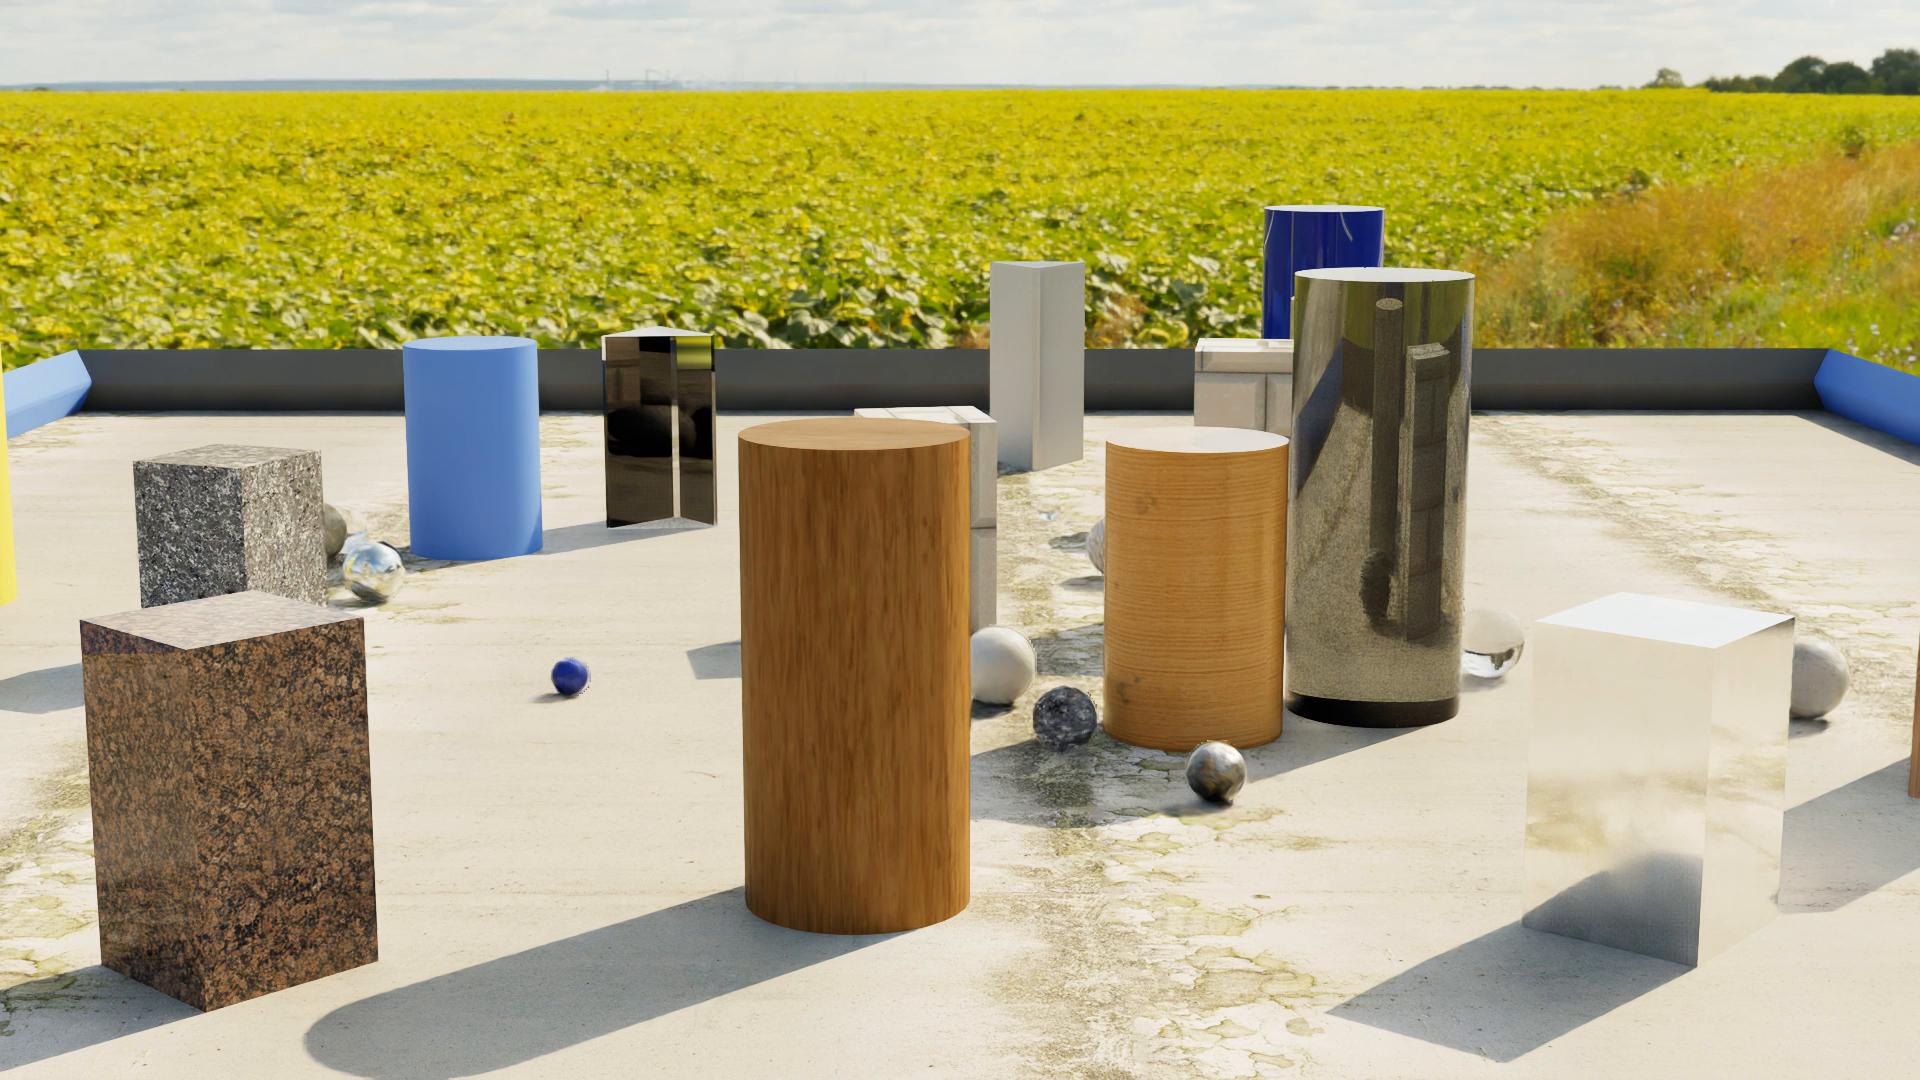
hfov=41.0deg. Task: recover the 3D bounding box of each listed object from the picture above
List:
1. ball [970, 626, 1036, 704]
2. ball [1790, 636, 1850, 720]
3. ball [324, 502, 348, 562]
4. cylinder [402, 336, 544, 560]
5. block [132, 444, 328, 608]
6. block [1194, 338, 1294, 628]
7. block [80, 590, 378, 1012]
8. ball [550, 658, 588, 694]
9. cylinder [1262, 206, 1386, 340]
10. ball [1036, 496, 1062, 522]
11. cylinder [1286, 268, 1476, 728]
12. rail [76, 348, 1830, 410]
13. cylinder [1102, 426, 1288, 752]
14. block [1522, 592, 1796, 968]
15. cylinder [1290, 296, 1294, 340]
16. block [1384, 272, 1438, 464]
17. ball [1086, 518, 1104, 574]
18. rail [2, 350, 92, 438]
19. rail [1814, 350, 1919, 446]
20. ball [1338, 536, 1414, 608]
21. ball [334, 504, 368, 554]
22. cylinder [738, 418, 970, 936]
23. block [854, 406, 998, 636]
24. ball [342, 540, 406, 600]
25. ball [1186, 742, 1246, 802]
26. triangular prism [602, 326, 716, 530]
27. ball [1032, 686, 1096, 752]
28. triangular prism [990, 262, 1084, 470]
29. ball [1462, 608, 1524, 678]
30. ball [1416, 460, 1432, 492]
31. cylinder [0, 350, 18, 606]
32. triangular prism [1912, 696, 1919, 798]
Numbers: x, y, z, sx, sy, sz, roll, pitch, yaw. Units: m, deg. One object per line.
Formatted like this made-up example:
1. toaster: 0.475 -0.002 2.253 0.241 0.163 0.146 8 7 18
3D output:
1. ball: 0.042 0.145 2.959 0.091 0.091 0.091 0 10 0
2. ball: 0.955 0.156 2.894 0.093 0.093 0.093 0 10 0
3. ball: -0.955 -0.011 3.797 0.092 0.092 0.092 0 10 0
4. cylinder: -0.739 -0.142 3.894 0.200 0.315 0.200 0 10 0
5. block: -0.902 0.020 3.187 0.160 0.253 0.160 4 11 22
6. block: 0.393 -0.079 3.421 0.160 0.362 0.160 1 11 7
7. block: -0.592 0.205 2.083 0.160 0.290 0.160 9 14 42
8. ball: -0.458 0.160 3.008 0.043 0.043 0.043 0 10 0
9. cylinder: 0.602 -0.306 4.286 0.200 0.494 0.200 0 10 0
10. ball: 0.144 -0.050 4.152 0.041 0.041 0.041 0 10 0
11. cylinder: 0.474 -0.052 2.909 0.200 0.497 0.200 0 10 0
12. rail: -0.012 -0.339 5.465 3.745 0.130 0.045 0 10 0
13. cylinder: 0.258 0.050 2.823 0.200 0.326 0.200 0 10 0
14. block: 0.594 0.198 2.185 0.160 0.268 0.160 9 14 40
15. cylinder: 0.611 -0.189 3.994 0.200 0.371 0.200 0 10 0
16. block: 0.764 -0.315 4.742 0.160 0.347 0.160 -7 13 -34
17. ball: 0.229 0.008 3.685 0.095 0.095 0.095 0 10 0
18. rail: -1.849 0.035 3.438 0.045 0.130 4.148 0 10 0
19. rail: 1.849 0.031 3.459 0.045 0.130 4.148 0 10 0
20. ball: 0.565 0.043 3.484 0.100 0.100 0.100 0 10 0
21. ball: -0.934 -0.016 3.879 0.074 0.074 0.074 0 10 0
22. cylinder: -0.090 0.113 2.238 0.200 0.416 0.200 0 10 0
23. block: -0.046 -0.025 3.359 0.160 0.279 0.160 -2 11 -11
24. ball: -0.807 0.042 3.534 0.084 0.084 0.084 0 10 0
25. ball: 0.257 0.232 2.569 0.061 0.061 0.061 0 10 0
26. triangular prism: -0.484 -0.184 4.140 0.173 0.308 0.150 -1 11 -7
27. ball: 0.112 0.192 2.760 0.070 0.070 0.070 0 10 0
28. triangular prism: 0.121 -0.327 4.746 0.150 0.369 0.173 7 12 32
29. ball: 0.636 0.124 3.090 0.085 0.085 0.085 0 10 0
30. ball: 0.786 -0.112 4.437 0.057 0.057 0.057 0 10 0
31. cylinder: -1.404 -0.105 3.500 0.200 0.385 0.200 0 10 0
32. triangular prism: 1.033 0.003 2.628 0.173 0.491 0.150 -2 11 -9
